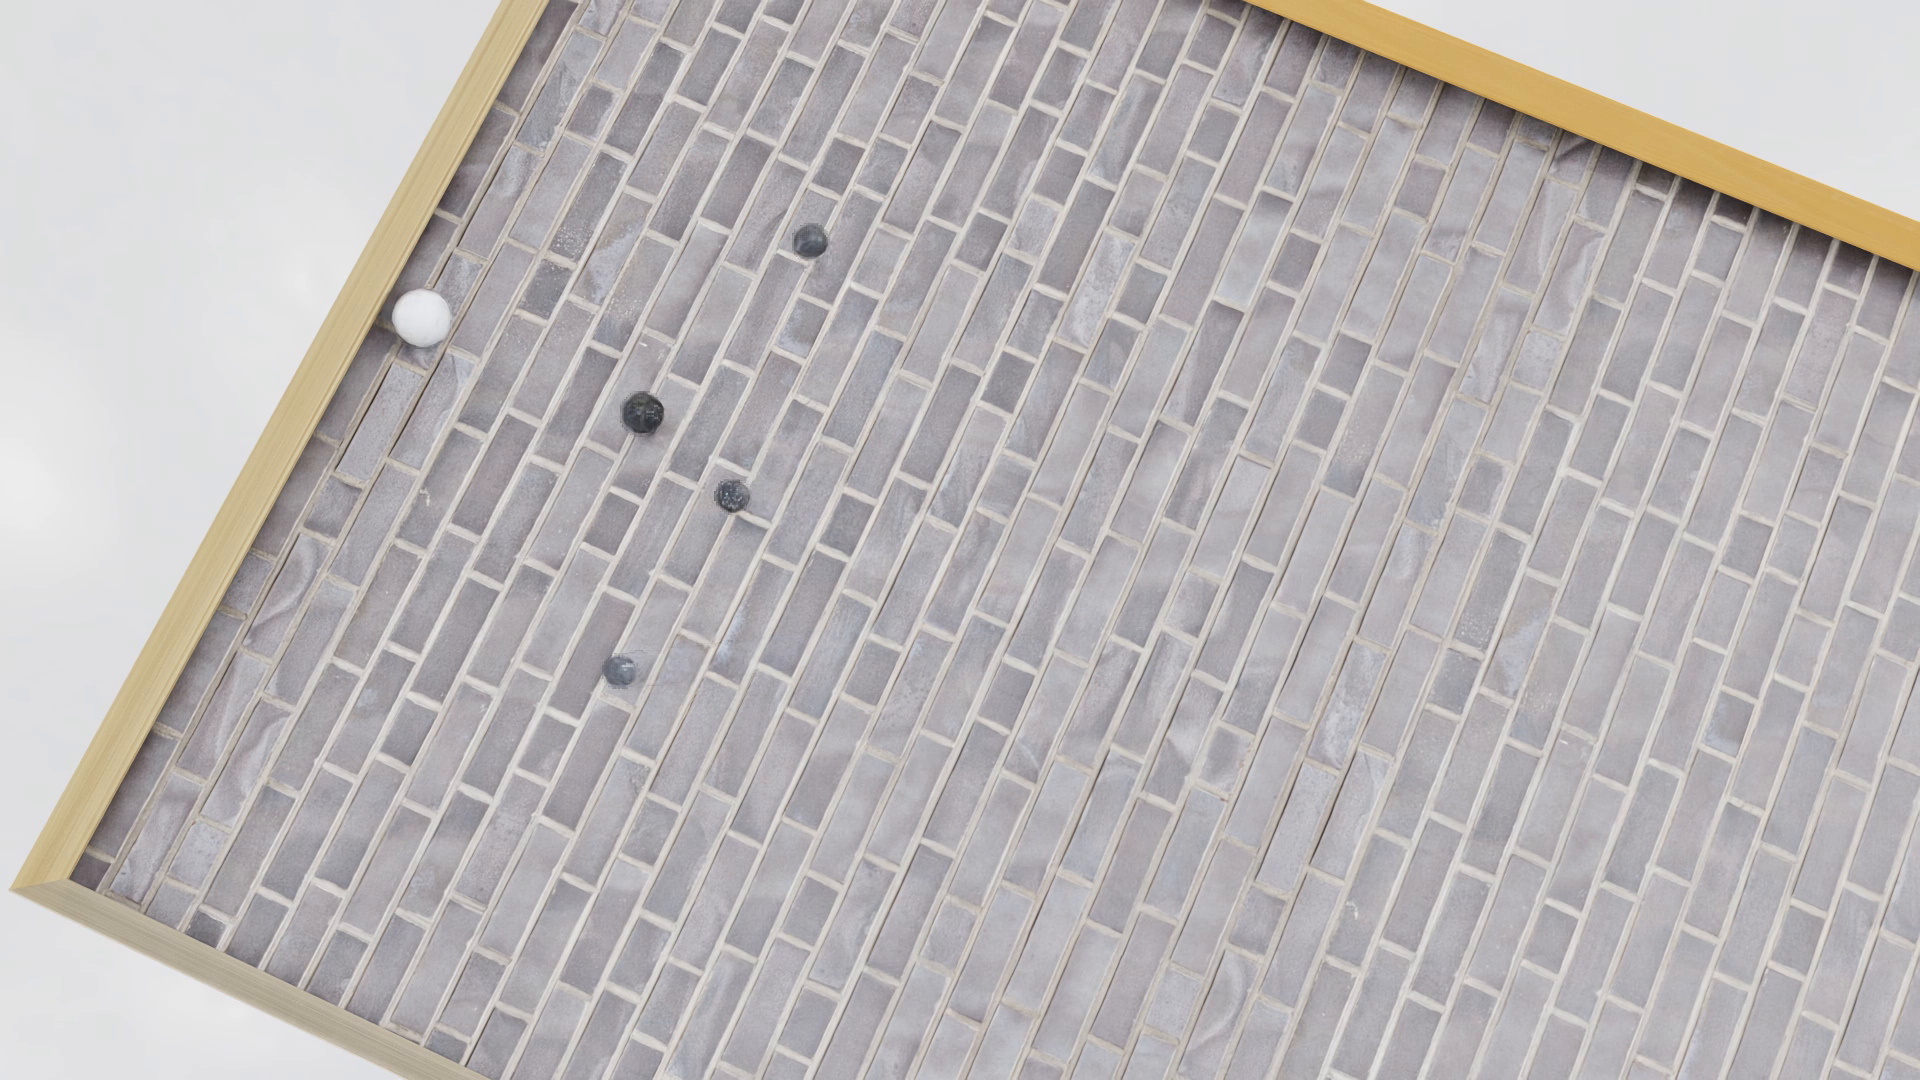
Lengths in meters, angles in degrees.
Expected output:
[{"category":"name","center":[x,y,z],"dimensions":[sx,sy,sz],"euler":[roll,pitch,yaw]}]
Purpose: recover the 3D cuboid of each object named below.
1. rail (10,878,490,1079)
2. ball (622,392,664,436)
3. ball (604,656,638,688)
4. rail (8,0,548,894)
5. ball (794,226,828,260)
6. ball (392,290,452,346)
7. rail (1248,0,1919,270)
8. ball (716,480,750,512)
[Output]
[{"category":"rail","center":[0.507,1.298,2.979],"dimensions":[4.060,0.116,0.045],"euler":[24,77,6]},{"category":"ball","center":[-0.489,-0.194,3.394],"dimensions":[0.065,0.065,0.065],"euler":[0,75,0]},{"category":"ball","center":[-0.509,0.197,3.301],"dimensions":[0.049,0.049,0.049],"euler":[0,75,0]},{"category":"rail","center":[-0.904,-0.401,3.421],"dimensions":[0.045,0.116,2.093],"euler":[24,77,6]},{"category":"ball","center":[-0.236,-0.470,3.471],"dimensions":[0.054,0.054,0.054],"euler":[0,75,0]},{"category":"ball","center":[-0.837,-0.345,3.421],"dimensions":[0.089,0.089,0.089],"euler":[0,75,0]},{"category":"rail","center":[1.345,-0.508,3.448],"dimensions":[4.060,0.116,0.045],"euler":[24,77,6]},{"category":"ball","center":[-0.347,-0.067,3.368],"dimensions":[0.050,0.050,0.050],"euler":[0,75,0]}]
